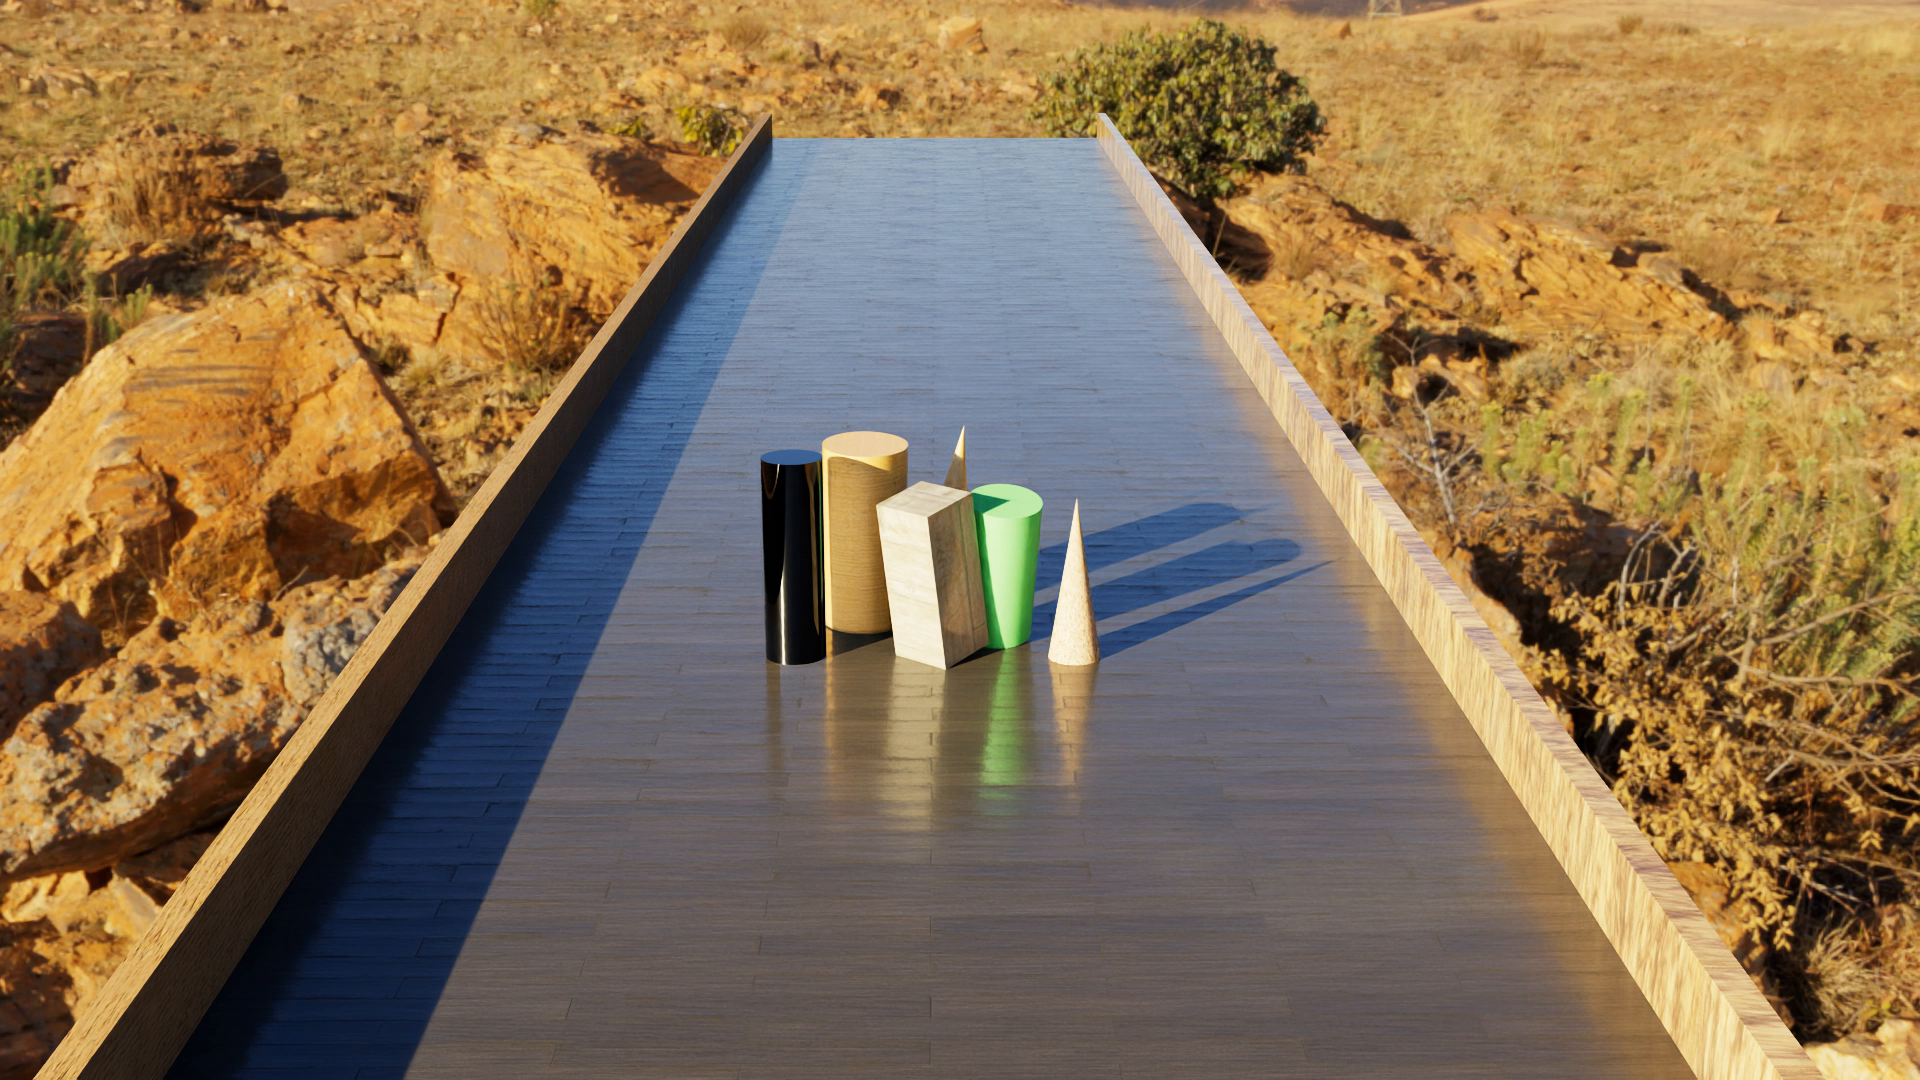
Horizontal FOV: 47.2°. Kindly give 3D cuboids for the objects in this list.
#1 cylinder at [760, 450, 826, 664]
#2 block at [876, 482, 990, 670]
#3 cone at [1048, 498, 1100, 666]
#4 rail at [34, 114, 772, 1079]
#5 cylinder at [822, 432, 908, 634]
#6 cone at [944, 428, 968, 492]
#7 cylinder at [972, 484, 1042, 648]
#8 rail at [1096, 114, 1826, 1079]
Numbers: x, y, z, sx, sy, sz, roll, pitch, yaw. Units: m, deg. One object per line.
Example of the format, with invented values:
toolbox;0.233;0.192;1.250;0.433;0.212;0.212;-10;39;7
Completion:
cylinder;-0.331;0.034;4.388;0.122;0.412;0.122;0;17;0
block;-0.053;0.070;4.382;0.134;0.331;0.134;14;31;39
cone;0.231;0.076;4.390;0.105;0.332;0.105;0;17;0
rail;-1.118;-0.838;7.780;0.050;0.150;12.000;0;17;-1
cylinder;-0.199;-0.016;4.586;0.177;0.386;0.177;1;20;0
cone;-0.019;-0.052;4.678;0.151;0.393;0.151;8;11;-2
cylinder;0.081;0.054;4.475;0.151;0.300;0.151;3;28;-2
rail;0.932;-0.844;7.801;0.050;0.150;12.000;0;17;-1
